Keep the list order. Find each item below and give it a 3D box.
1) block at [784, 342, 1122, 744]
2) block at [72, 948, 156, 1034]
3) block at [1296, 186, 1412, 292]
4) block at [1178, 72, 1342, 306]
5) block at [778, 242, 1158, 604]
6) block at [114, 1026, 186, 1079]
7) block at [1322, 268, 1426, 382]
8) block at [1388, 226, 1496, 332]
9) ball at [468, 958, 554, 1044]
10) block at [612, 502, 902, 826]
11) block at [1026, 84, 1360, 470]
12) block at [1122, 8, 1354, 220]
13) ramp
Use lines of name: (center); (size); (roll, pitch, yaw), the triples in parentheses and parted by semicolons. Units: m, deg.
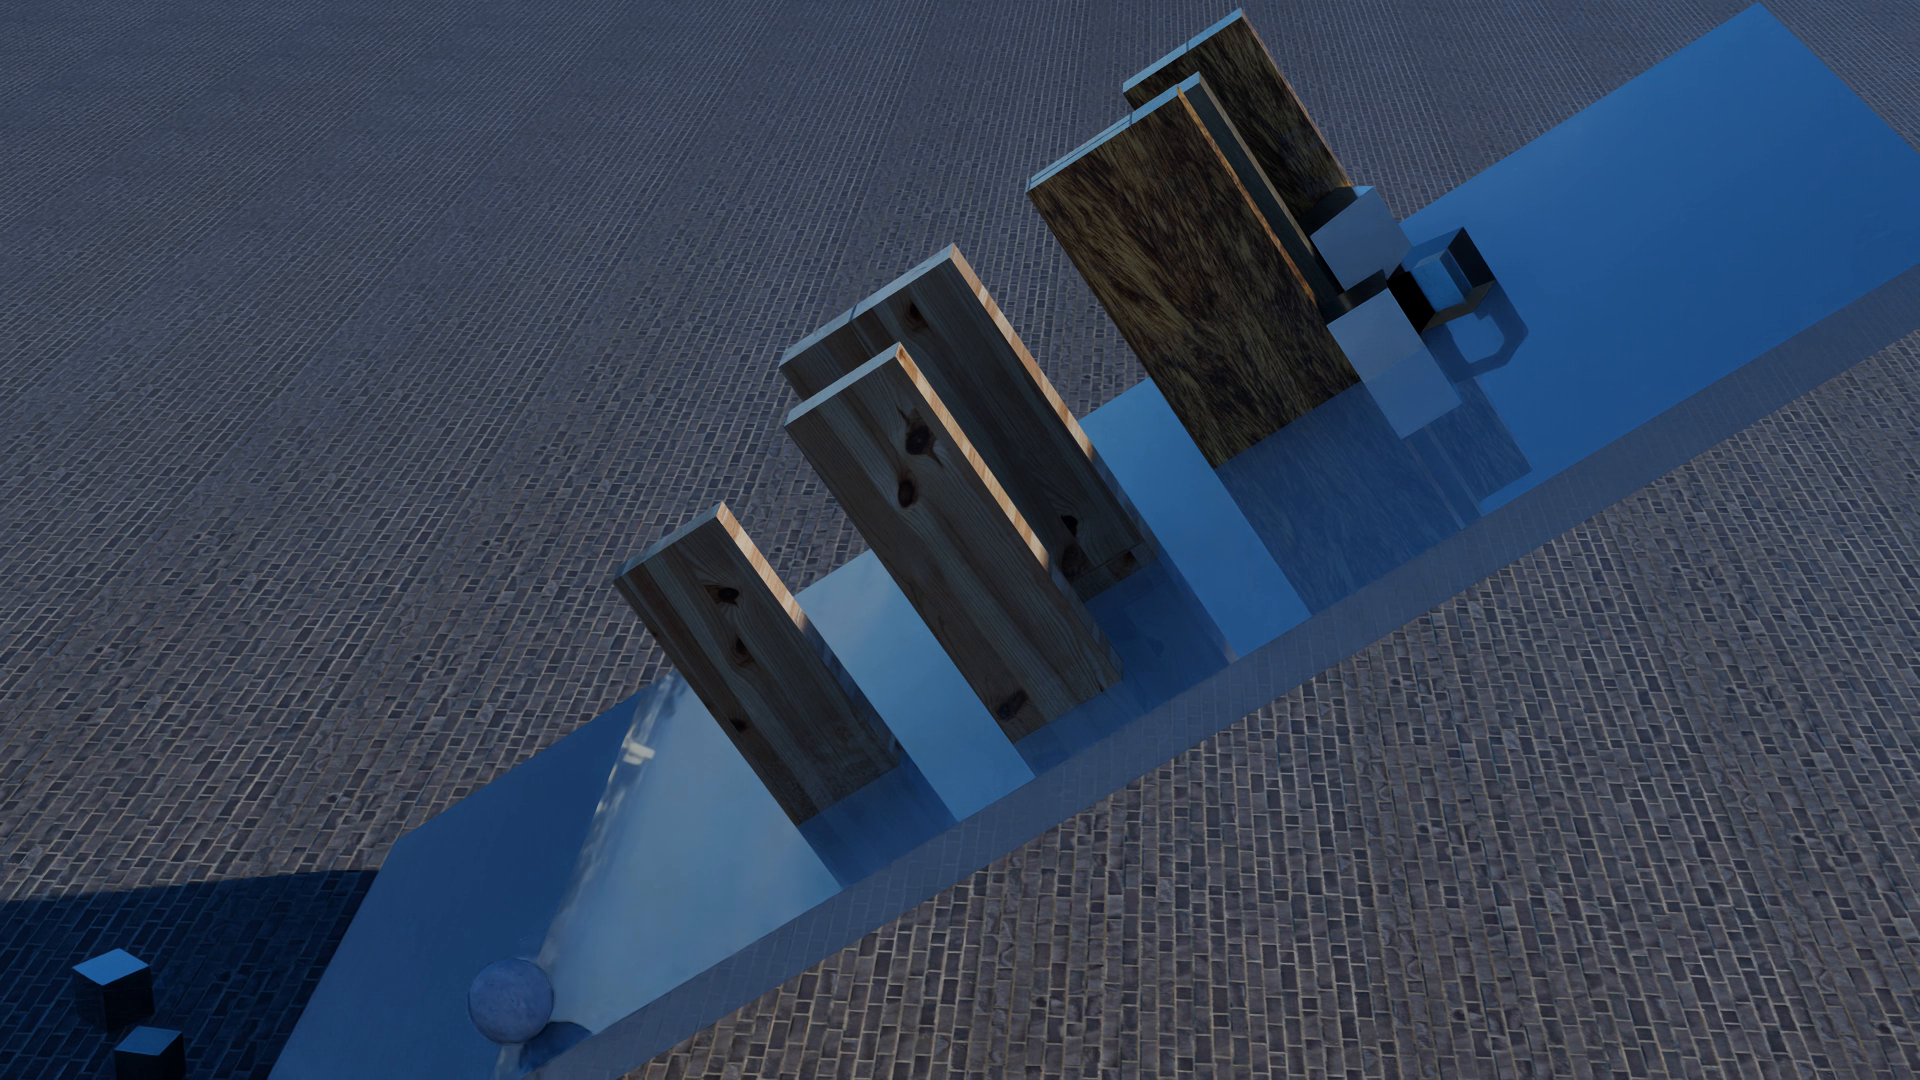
block: (-0.006, 0.011, 5.462); (0.247, 0.751, 0.093); (-31, 16, 14)
block: (-2.018, 1.074, 7.012); (0.130, 0.130, 0.130); (18, 27, 39)
block: (0.879, -0.669, 6.691); (0.192, 0.192, 0.192); (-38, 15, -10)
block: (0.554, -0.669, 6.529); (0.351, 0.639, 0.120); (-31, 16, 14)
block: (0.022, -0.172, 5.954); (0.415, 0.751, 0.112); (-31, 16, 14)
block: (-1.850, 1.193, 6.723); (0.112, 0.112, 0.112); (5, 21, 13)
block: (0.863, -0.448, 6.140); (0.148, 0.148, 0.148); (-31, 16, 14)
block: (1.008, -0.545, 6.147); (0.135, 0.135, 0.135); (-20, 21, 44)
ball: (-0.880, 0.903, 5.762); (0.167, 0.167, 0.167); (0, 21, 0)
block: (-0.397, 0.249, 5.820); (0.253, 0.626, 0.087); (-31, 16, 14)
block: (0.491, -0.544, 6.139); (0.369, 0.716, 0.114); (-31, 16, 14)
block: (0.689, -0.868, 6.826); (0.320, 0.647, 0.111); (-31, 16, 14)
ramp: (0.138, 0.172, 6.300); (4.000, 0.100, 2.000); (-31, 16, 14)
